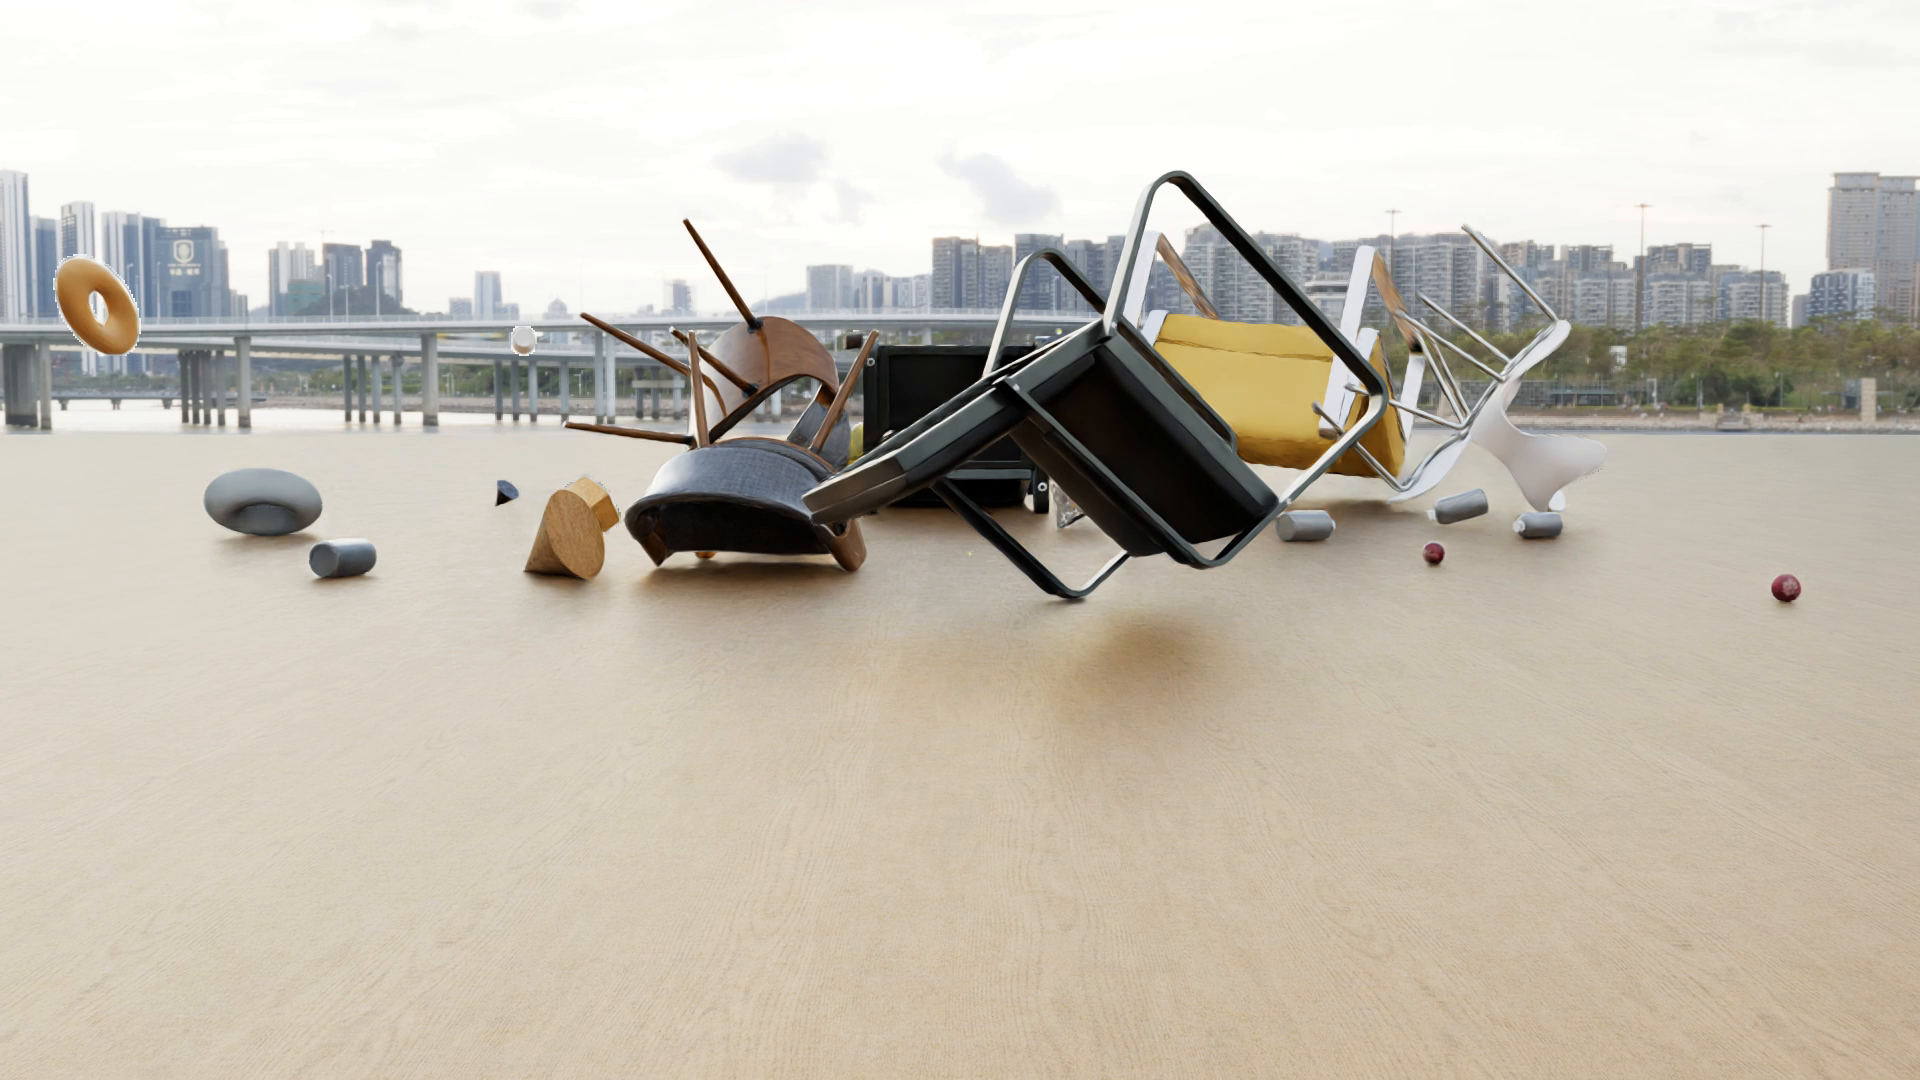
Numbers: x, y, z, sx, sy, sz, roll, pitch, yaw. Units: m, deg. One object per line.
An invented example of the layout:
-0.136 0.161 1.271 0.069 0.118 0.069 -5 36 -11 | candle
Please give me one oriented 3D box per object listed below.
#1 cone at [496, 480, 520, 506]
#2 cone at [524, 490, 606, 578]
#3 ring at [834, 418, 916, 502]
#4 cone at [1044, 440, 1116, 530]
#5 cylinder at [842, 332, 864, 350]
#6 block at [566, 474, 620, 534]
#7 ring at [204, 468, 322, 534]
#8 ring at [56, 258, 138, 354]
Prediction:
-1.746 -0.160 8.379 0.103 0.094 0.096 49 24 20 | cone
-0.995 0.032 5.328 0.153 0.228 0.249 -8 -16 -45 | cone
-0.340 -0.318 8.827 0.178 0.350 0.406 35 7 32 | ring
0.335 -0.206 6.993 0.221 0.276 0.209 -26 -6 -45 | cone
-0.395 -0.740 8.171 0.070 0.069 0.036 -13 49 -21 | cylinder
-0.948 -0.083 5.630 0.085 0.105 0.103 -40 53 -21 | block
-2.129 -0.116 6.723 0.356 0.132 0.220 5 -42 -32 | ring
-1.961 -0.530 5.006 0.053 0.165 0.350 17 -22 12 | ring
